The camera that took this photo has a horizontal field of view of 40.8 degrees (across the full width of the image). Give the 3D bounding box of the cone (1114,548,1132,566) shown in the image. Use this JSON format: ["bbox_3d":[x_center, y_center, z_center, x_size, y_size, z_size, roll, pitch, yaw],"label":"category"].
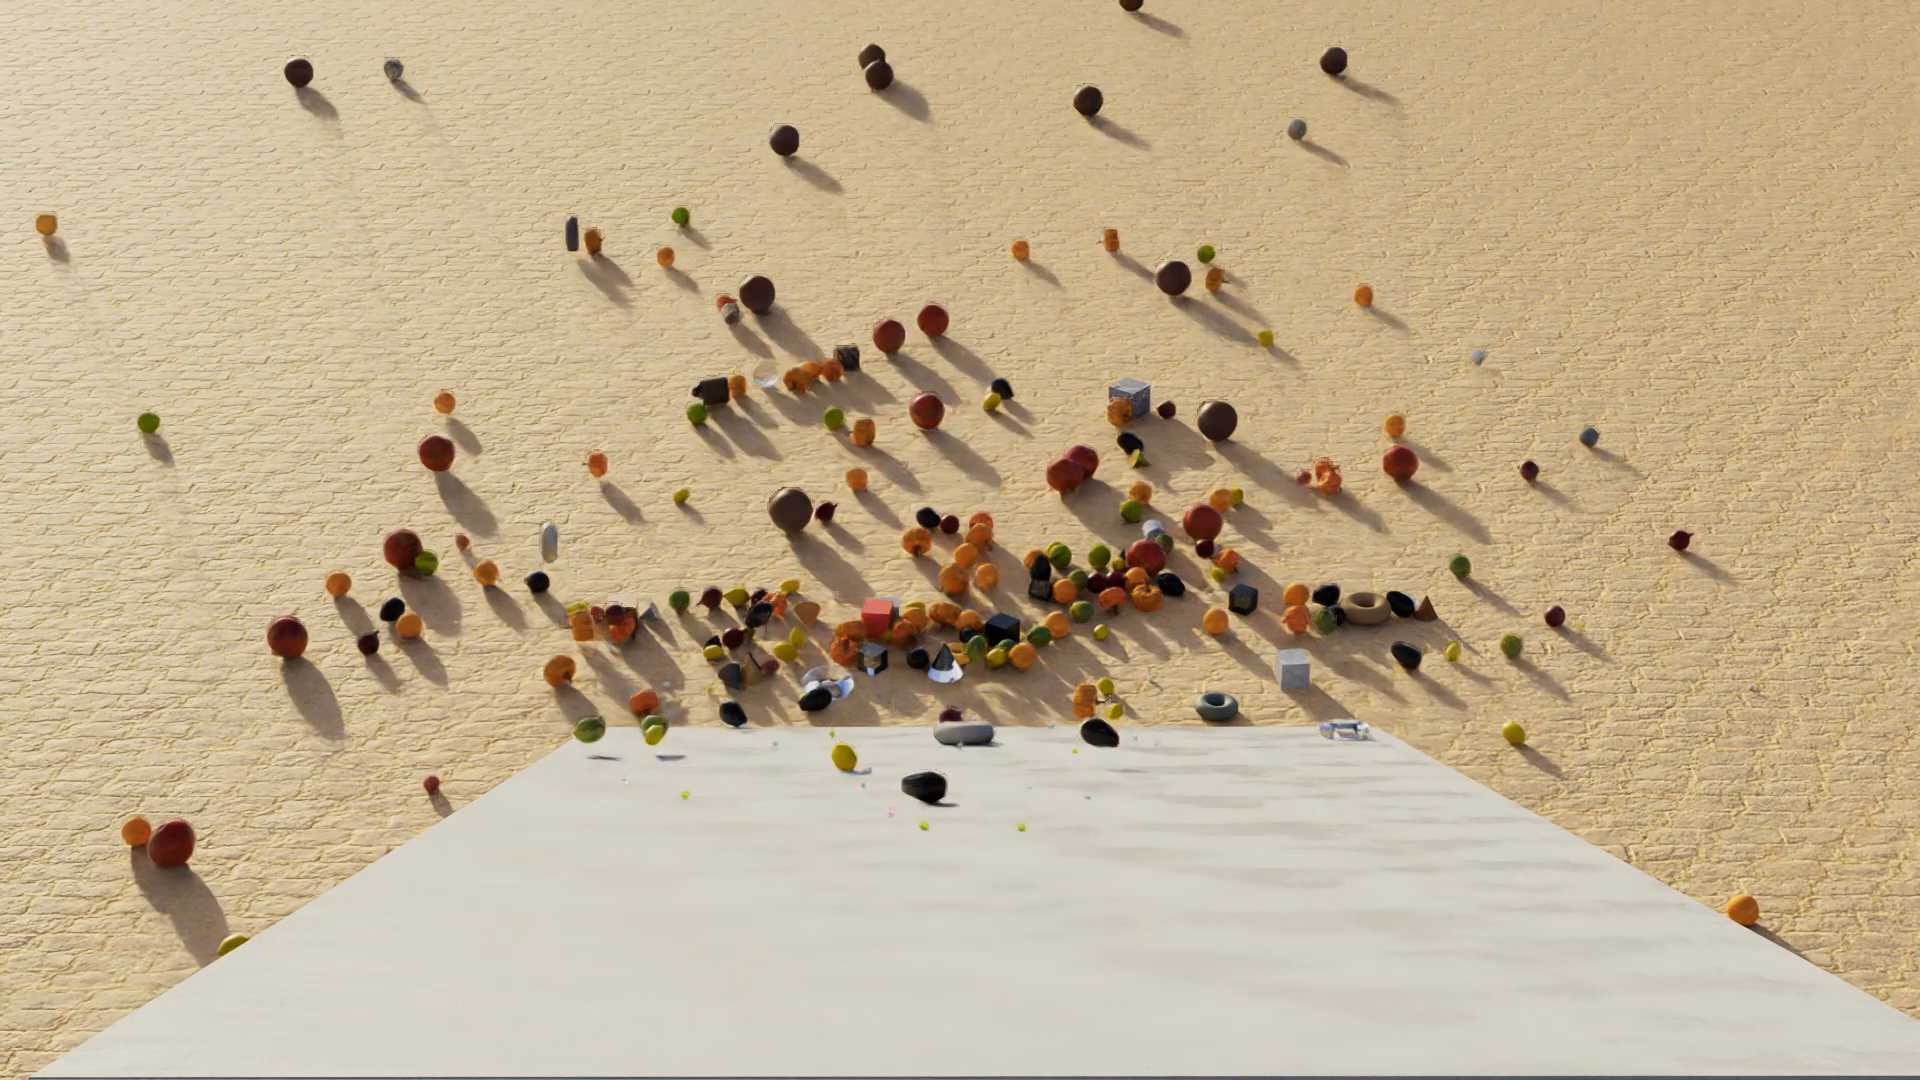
[{"bbox_3d":[0.479,0.045,7.567,0.050,0.050,0.050,0,27,0],"label":"cone"}]

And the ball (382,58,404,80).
[{"bbox_3d":[-2.573,-2.139,11.727,0.092,0.092,0.092,0,27,0],"label":"ball"}]

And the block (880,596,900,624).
[{"bbox_3d":[-0.198,0.199,7.263,0.057,0.057,0.057,1,27,1],"label":"block"}]

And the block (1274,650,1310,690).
[{"bbox_3d":[0.894,0.348,6.954,0.077,0.077,0.077,-3,28,-7],"label":"block"}]

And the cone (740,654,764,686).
[{"bbox_3d":[-0.567,0.341,6.970,0.075,0.075,0.075,0,27,0],"label":"cone"}]

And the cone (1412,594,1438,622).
[{"bbox_3d":[1.314,0.184,7.279,0.069,0.069,0.069,0,27,0],"label":"cone"}]

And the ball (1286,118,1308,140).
[{"bbox_3d":[1.430,-1.746,10.973,0.090,0.090,0.090,0,27,0],"label":"ball"}]

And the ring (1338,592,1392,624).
[{"bbox_3d":[1.143,0.192,7.287,0.149,0.050,0.149,-1,27,1],"label":"ring"}]

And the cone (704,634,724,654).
[{"bbox_3d":[-0.667,0.298,7.108,0.053,0.053,0.053,42,43,16],"label":"cone"}]

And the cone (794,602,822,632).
[{"bbox_3d":[-0.425,0.225,7.237,0.076,0.076,0.076,-2,54,-5],"label":"cone"}]

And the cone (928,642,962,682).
[{"bbox_3d":[-0.041,0.319,6.990,0.097,0.097,0.097,0,27,0],"label":"cone"}]

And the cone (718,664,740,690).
[{"bbox_3d":[-0.608,0.378,6.948,0.067,0.067,0.067,-16,58,-28],"label":"cone"}]

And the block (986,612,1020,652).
[{"bbox_3d":[0.118,0.254,7.144,0.069,0.069,0.069,20,33,33],"label":"block"}]

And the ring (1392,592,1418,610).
[{"bbox_3d":[1.265,0.175,7.344,0.076,0.025,0.076,-1,28,0],"label":"ring"}]

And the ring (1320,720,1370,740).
[{"bbox_3d":[0.936,0.462,6.293,0.123,0.041,0.123,0,2,0],"label":"ring"}]

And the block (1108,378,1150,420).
[{"bbox_3d":[0.557,-0.464,8.495,0.098,0.098,0.098,20,34,34],"label":"block"}]

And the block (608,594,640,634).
[{"bbox_3d":[-0.942,0.207,7.223,0.080,0.080,0.080,-2,27,-3],"label":"block"}]

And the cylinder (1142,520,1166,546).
[{"bbox_3d":[0.578,-0.020,7.682,0.061,0.061,0.061,-4,28,-8],"label":"cylinder"}]

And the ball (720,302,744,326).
[{"bbox_3d":[-0.811,-0.802,9.165,0.081,0.081,0.081,0,27,0],"label":"ball"}]

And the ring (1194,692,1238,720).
[{"bbox_3d":[0.678,0.439,6.822,0.115,0.038,0.115,1,26,0],"label":"ring"}]

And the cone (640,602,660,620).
[{"bbox_3d":[-0.883,0.210,7.275,0.057,0.057,0.057,-24,25,12],"label":"cone"}]

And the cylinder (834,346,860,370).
[{"bbox_3d":[-0.386,-0.622,8.824,0.075,0.075,0.075,-6,28,-12],"label":"cylinder"}]

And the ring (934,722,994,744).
[{"bbox_3d":[0.010,0.460,6.167,0.146,0.049,0.146,0,-1,0],"label":"ring"}]

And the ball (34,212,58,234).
[{"bbox_3d":[-3.525,-1.221,9.965,0.086,0.086,0.086,0,27,0],"label":"ball"}]

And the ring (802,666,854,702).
[{"bbox_3d":[-0.355,0.383,6.920,0.143,0.048,0.143,0,29,0],"label":"ring"}]

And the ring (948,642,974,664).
[{"bbox_3d":[-0.005,0.312,7.076,0.092,0.031,0.092,1,28,-1],"label":"ring"}]

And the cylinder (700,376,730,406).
[{"bbox_3d":[-0.809,-0.493,8.530,0.088,0.088,0.088,-10,28,-4],"label":"cylinder"}]

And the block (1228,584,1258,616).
[{"bbox_3d":[0.802,0.169,7.318,0.060,0.060,0.060,18,32,31],"label":"block"}]

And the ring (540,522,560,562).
[{"bbox_3d":[-1.163,0.007,7.321,0.039,0.117,0.117,7,25,-17],"label":"ring"}]

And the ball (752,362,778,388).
[{"bbox_3d":[-0.655,-0.556,8.686,0.086,0.086,0.086,0,27,0],"label":"ball"}]

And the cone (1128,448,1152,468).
[{"bbox_3d":[0.577,-0.247,8.151,0.066,0.066,0.066,21,23,-17],"label":"cone"}]

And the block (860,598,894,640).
[{"bbox_3d":[-0.230,0.220,7.198,0.080,0.080,0.080,3,28,6],"label":"block"}]

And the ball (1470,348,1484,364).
[{"bbox_3d":[1.776,-0.631,8.868,0.051,0.051,0.051,0,27,0],"label":"ball"}]

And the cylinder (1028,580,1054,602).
[{"bbox_3d":[0.230,0.145,7.369,0.055,0.055,0.055,11,30,21],"label":"cylinder"}]

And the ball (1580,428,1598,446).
[{"bbox_3d":[2.016,-0.330,8.277,0.062,0.062,0.062,0,27,0],"label":"ball"}]

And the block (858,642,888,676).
[{"bbox_3d":[-0.238,0.324,7.021,0.058,0.058,0.058,20,34,34],"label":"block"}]

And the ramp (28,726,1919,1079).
[{"bbox_3d":[0.062,0.558,4.596,2.000,0.100,4.000,0,1,0],"label":"ramp"}]
